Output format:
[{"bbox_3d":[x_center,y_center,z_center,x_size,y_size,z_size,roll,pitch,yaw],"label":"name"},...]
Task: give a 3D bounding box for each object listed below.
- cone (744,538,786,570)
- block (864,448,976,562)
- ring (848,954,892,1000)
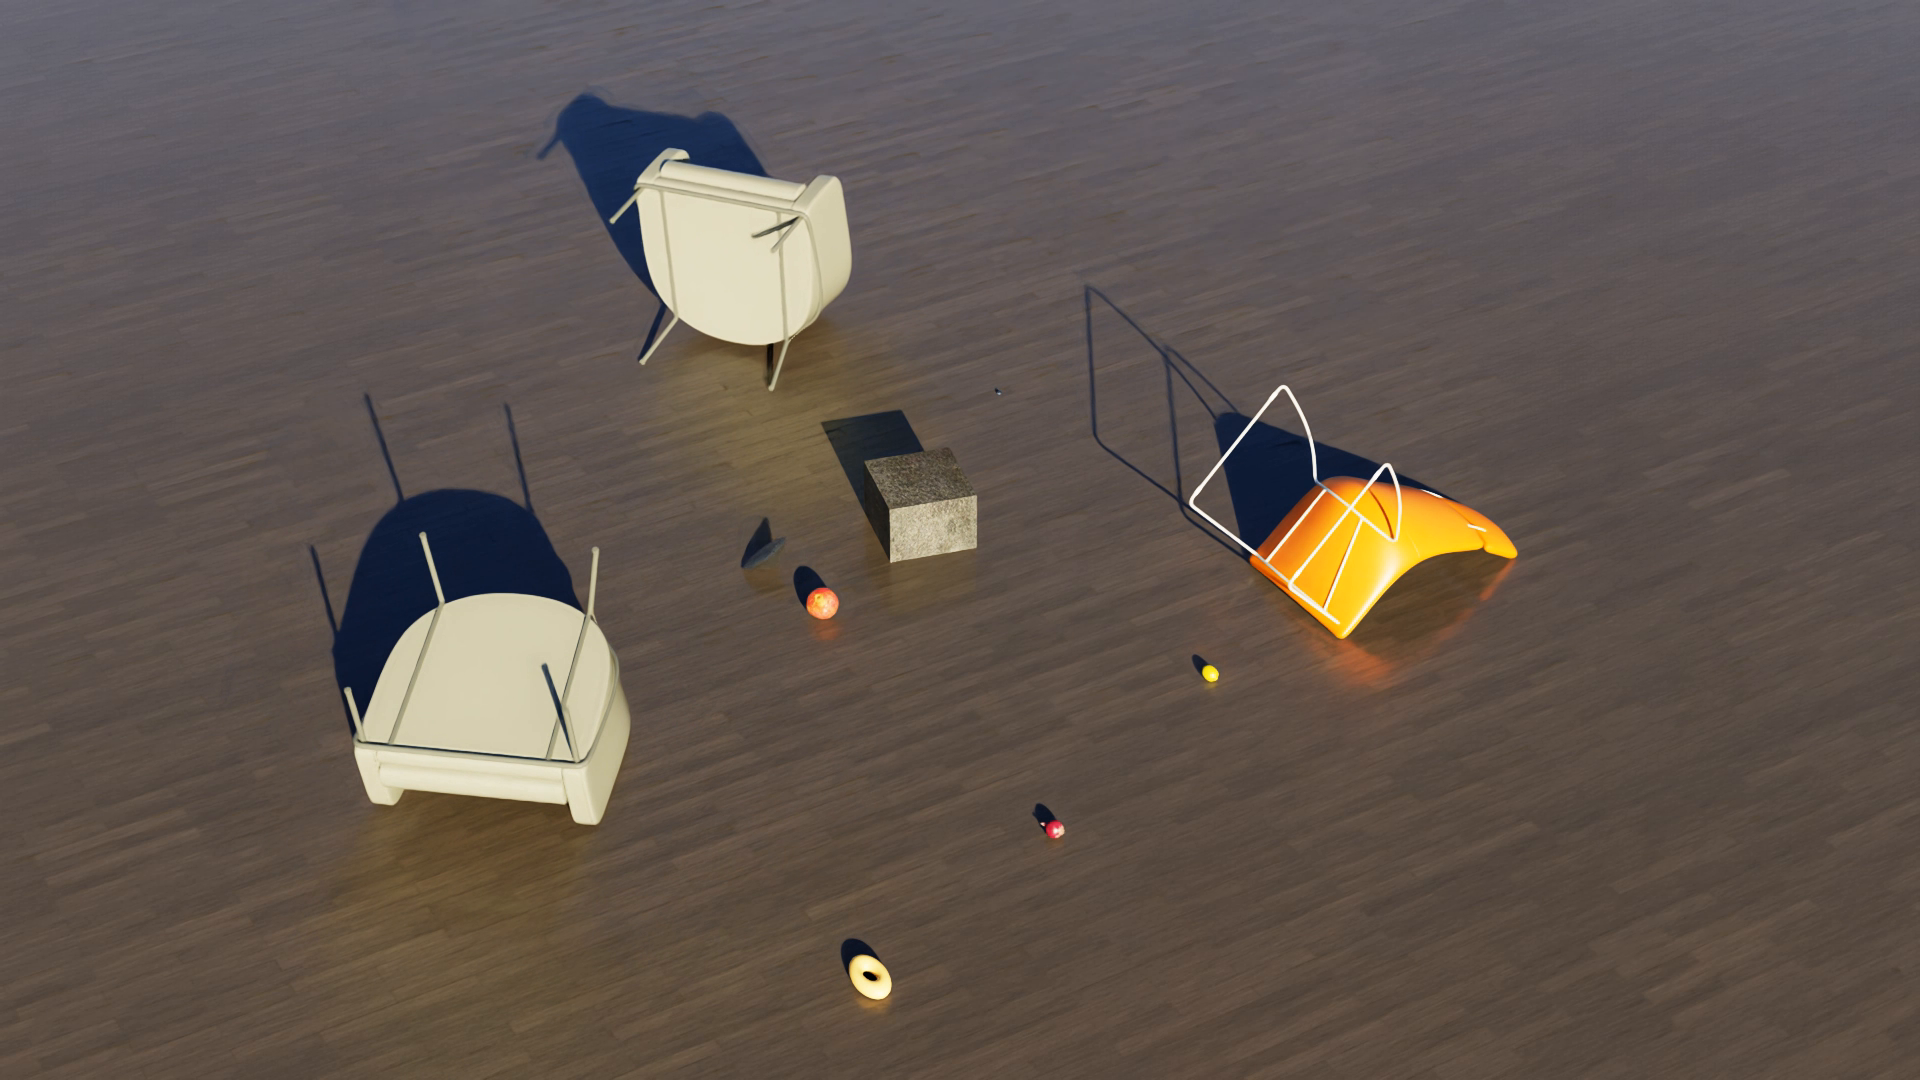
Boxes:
[{"bbox_3d":[-0.695,0.079,10.771,0.194,0.074,0.190,-38,14,-10],"label":"cone"},{"bbox_3d":[-0.149,-0.134,10.937,0.334,0.231,0.353,-10,35,-14],"label":"block"},{"bbox_3d":[-0.273,1.324,8.891,0.112,0.049,0.196,-13,35,-22],"label":"ring"}]
